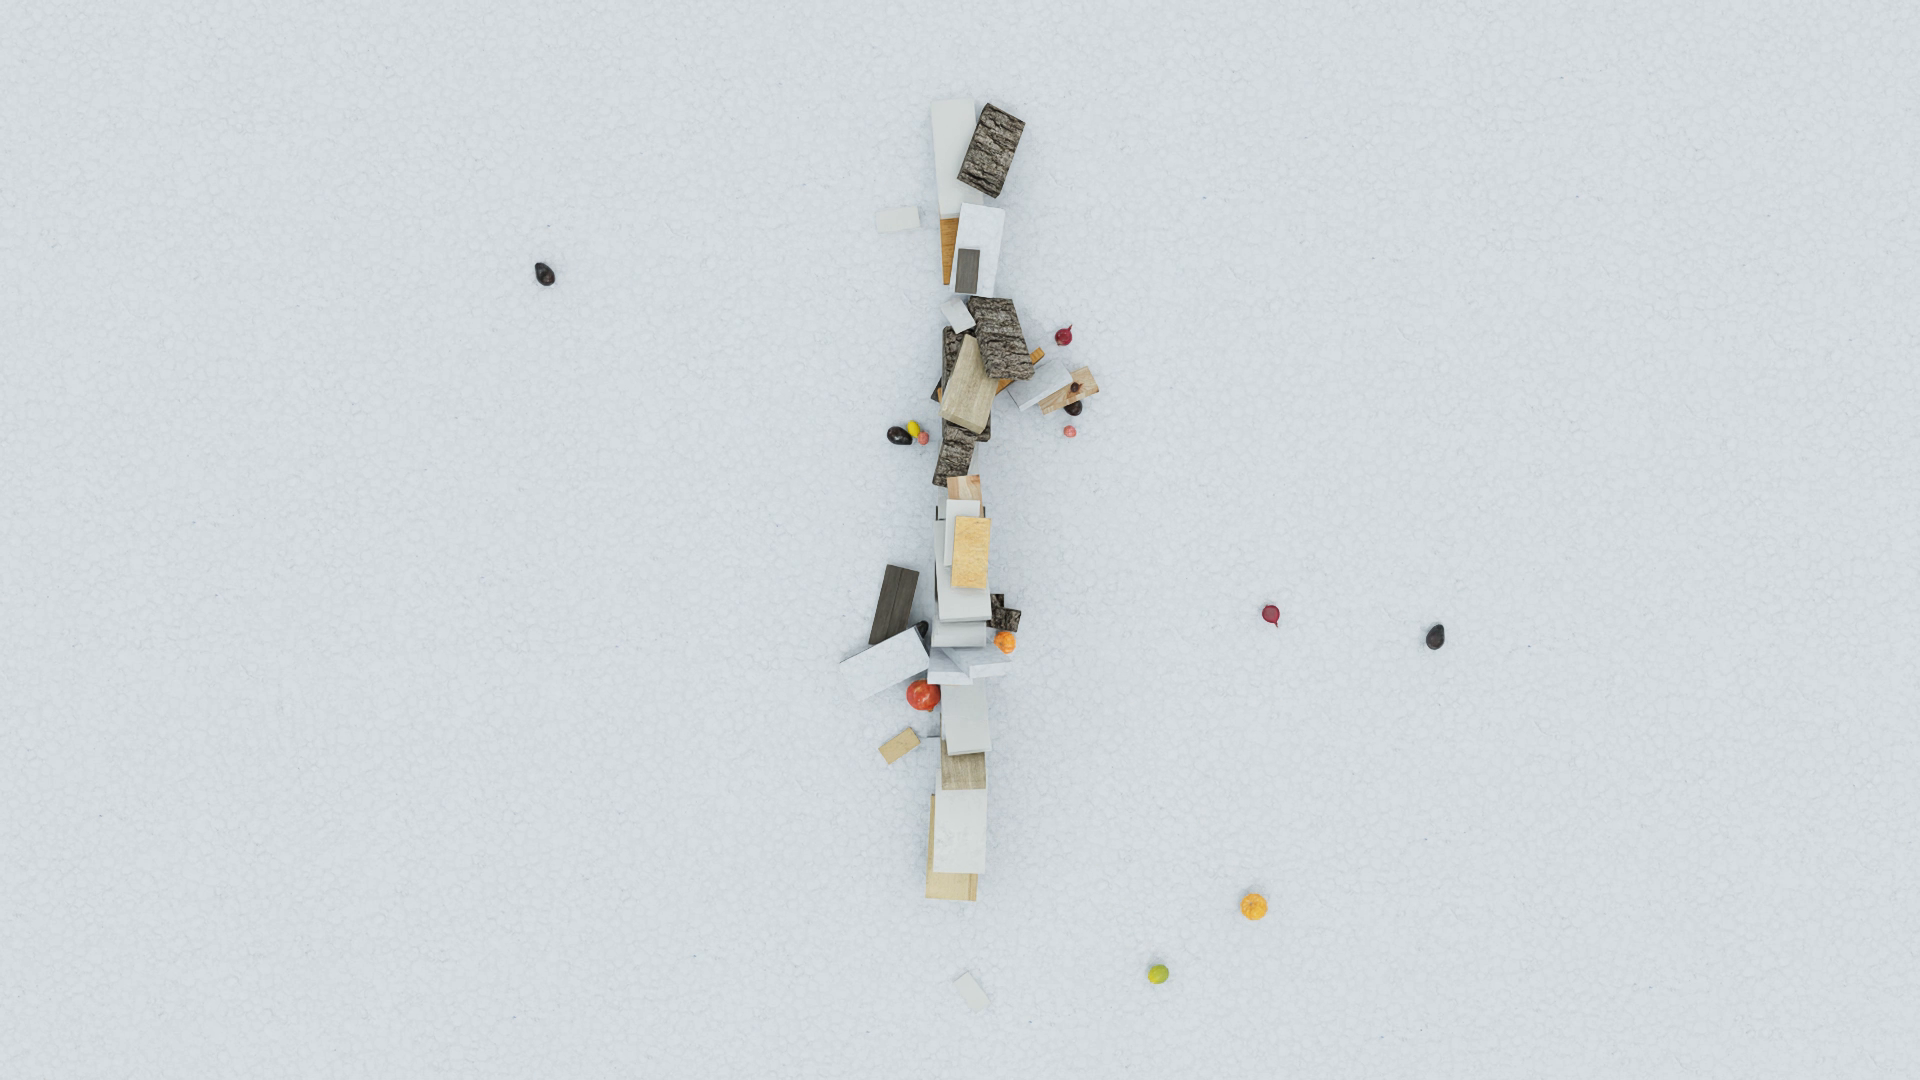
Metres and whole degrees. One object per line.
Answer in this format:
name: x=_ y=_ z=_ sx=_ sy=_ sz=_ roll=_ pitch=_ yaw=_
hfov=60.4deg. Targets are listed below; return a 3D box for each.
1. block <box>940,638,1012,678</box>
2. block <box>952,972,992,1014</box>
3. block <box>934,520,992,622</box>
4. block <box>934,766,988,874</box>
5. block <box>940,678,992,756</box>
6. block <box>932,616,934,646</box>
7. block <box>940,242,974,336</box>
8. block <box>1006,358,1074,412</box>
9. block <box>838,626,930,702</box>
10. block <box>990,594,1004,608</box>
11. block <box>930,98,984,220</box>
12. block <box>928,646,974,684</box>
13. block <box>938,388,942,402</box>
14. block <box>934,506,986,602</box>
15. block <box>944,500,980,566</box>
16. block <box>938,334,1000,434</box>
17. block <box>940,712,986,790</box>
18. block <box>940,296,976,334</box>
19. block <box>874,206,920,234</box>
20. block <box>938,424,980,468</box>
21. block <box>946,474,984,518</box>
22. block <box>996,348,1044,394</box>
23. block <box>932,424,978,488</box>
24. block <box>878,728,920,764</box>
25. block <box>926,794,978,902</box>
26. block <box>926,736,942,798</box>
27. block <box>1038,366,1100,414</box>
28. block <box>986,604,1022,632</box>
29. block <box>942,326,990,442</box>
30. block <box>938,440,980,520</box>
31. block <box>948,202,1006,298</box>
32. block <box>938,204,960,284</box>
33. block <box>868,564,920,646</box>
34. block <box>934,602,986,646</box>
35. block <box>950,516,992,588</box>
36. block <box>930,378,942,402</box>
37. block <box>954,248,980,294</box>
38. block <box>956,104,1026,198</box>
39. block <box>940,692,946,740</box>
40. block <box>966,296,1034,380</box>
block: x=0.040 y=0.358 z=5.306 sx=0.143 sy=0.365 sz=0.040 roll=-5 pitch=107 yaw=-18
block: x=0.040 y=1.506 z=5.491 sx=0.064 sy=0.018 sz=0.129 roll=-37 pitch=90 yaw=0
block: x=0.006 y=0.097 z=5.293 sx=0.164 sy=0.047 sz=0.329 roll=-4 pitch=72 yaw=-1
block: x=0.002 y=0.914 z=5.381 sx=0.168 sy=0.048 sz=0.336 roll=2 pitch=90 yaw=0
block: x=0.016 y=0.551 z=5.367 sx=0.143 sy=0.040 sz=0.285 roll=-6 pitch=67 yaw=-2
block: x=-0.036 y=0.297 z=5.389 sx=0.111 sy=0.222 sz=0.031 roll=0 pitch=106 yaw=0
block: x=0.002 y=-0.965 z=5.481 sx=0.133 sy=0.038 sz=0.572 roll=0 pitch=90 yaw=0
block: x=0.263 y=-0.515 z=5.459 sx=0.200 sy=0.028 sz=0.100 roll=-30 pitch=54 yaw=0
block: x=-0.243 y=0.409 z=5.450 sx=0.285 sy=0.040 sz=0.143 roll=-27 pitch=93 yaw=11
block: x=0.075 y=0.215 z=5.490 sx=0.145 sy=0.021 sz=0.072 roll=0 pitch=90 yaw=0
block: x=-0.010 y=-1.258 z=5.436 sx=0.144 sy=0.041 sz=0.402 roll=-5 pitch=78 yaw=0
block: x=-0.026 y=0.396 z=5.318 sx=0.143 sy=0.285 sz=0.040 roll=1 pitch=106 yaw=1
block: x=-0.021 y=-0.424 z=5.416 sx=0.078 sy=0.022 sz=0.157 roll=-5 pitch=76 yaw=-20
block: x=0.001 y=0.043 z=5.401 sx=0.164 sy=0.047 sz=0.329 roll=0 pitch=61 yaw=0
block: x=0.006 y=-0.023 z=5.252 sx=0.105 sy=0.030 sz=0.210 roll=3 pitch=92 yaw=-2
block: x=0.042 y=-0.504 z=5.317 sx=0.152 sy=0.043 sz=0.304 roll=23 pitch=61 yaw=-12
block: x=0.009 y=0.687 z=5.384 sx=0.143 sy=0.285 sz=0.040 roll=-1 pitch=135 yaw=0
block: x=-0.008 y=-0.737 z=5.405 sx=0.071 sy=0.020 sz=0.142 roll=-26 pitch=48 yaw=-3
block: x=-0.207 y=-1.066 z=5.490 sx=0.142 sy=0.020 sz=0.071 roll=-9 pitch=90 yaw=0
block: x=-0.004 y=-0.252 z=5.441 sx=0.134 sy=0.038 sz=0.268 roll=0 pitch=72 yaw=0
block: x=0.020 y=-0.100 z=5.285 sx=0.105 sy=0.030 sz=0.210 roll=-6 pitch=89 yaw=-2
block: x=0.188 y=-0.555 z=5.448 sx=0.210 sy=0.105 sz=0.030 roll=-39 pitch=90 yaw=0
block: x=-0.016 y=-0.265 z=5.301 sx=0.100 sy=0.028 sz=0.200 roll=10 pitch=104 yaw=-19
block: x=-0.201 y=0.685 z=5.491 sx=0.129 sy=0.018 sz=0.064 roll=-35 pitch=90 yaw=0
block: x=-0.021 y=1.011 z=5.429 sx=0.168 sy=0.048 sz=0.336 roll=3 pitch=90 yaw=0
block: x=-0.019 y=0.818 z=5.476 sx=0.168 sy=0.048 sz=0.336 roll=-3 pitch=90 yaw=0
block: x=0.349 y=-0.495 z=5.459 sx=0.200 sy=0.028 sz=0.100 roll=-23 pitch=53 yaw=0
block: x=0.125 y=0.257 z=5.471 sx=0.145 sy=0.021 sz=0.072 roll=11 pitch=113 yaw=-5
block: x=0.021 y=-0.509 z=5.379 sx=0.152 sy=0.043 sz=0.373 roll=5 pitch=73 yaw=-18
block: x=-0.005 y=-0.192 z=5.382 sx=0.134 sy=0.038 sz=0.268 roll=-1 pitch=72 yaw=0
block: x=0.055 y=-0.945 z=5.381 sx=0.144 sy=0.041 sz=0.289 roll=8 pitch=103 yaw=-3
block: x=0.004 y=-0.981 z=5.444 sx=0.133 sy=0.038 sz=0.265 roll=-3 pitch=90 yaw=0
block: x=-0.219 y=0.225 z=5.484 sx=0.111 sy=0.031 sz=0.272 roll=13 pitch=90 yaw=0
block: x=0.001 y=0.217 z=5.358 sx=0.164 sy=0.329 sz=0.047 roll=0 pitch=129 yaw=0
block: x=0.034 y=0.039 z=5.225 sx=0.111 sy=0.031 sz=0.222 roll=4 pitch=92 yaw=-2
block: x=-0.028 y=-0.521 z=5.470 sx=0.078 sy=0.022 sz=0.157 roll=27 pitch=76 yaw=0
block: x=0.024 y=-0.874 z=5.366 sx=0.071 sy=0.020 sz=0.142 roll=4 pitch=103 yaw=-3
block: x=0.104 y=-1.278 z=5.413 sx=0.144 sy=0.041 sz=0.289 roll=24 pitch=69 yaw=-14
block: x=0.009 y=0.513 z=5.426 sx=0.143 sy=0.040 sz=0.285 roll=-1 pitch=67 yaw=0
block: x=0.131 y=-0.659 z=5.377 sx=0.152 sy=0.043 sz=0.304 roll=1 pitch=58 yaw=-27
